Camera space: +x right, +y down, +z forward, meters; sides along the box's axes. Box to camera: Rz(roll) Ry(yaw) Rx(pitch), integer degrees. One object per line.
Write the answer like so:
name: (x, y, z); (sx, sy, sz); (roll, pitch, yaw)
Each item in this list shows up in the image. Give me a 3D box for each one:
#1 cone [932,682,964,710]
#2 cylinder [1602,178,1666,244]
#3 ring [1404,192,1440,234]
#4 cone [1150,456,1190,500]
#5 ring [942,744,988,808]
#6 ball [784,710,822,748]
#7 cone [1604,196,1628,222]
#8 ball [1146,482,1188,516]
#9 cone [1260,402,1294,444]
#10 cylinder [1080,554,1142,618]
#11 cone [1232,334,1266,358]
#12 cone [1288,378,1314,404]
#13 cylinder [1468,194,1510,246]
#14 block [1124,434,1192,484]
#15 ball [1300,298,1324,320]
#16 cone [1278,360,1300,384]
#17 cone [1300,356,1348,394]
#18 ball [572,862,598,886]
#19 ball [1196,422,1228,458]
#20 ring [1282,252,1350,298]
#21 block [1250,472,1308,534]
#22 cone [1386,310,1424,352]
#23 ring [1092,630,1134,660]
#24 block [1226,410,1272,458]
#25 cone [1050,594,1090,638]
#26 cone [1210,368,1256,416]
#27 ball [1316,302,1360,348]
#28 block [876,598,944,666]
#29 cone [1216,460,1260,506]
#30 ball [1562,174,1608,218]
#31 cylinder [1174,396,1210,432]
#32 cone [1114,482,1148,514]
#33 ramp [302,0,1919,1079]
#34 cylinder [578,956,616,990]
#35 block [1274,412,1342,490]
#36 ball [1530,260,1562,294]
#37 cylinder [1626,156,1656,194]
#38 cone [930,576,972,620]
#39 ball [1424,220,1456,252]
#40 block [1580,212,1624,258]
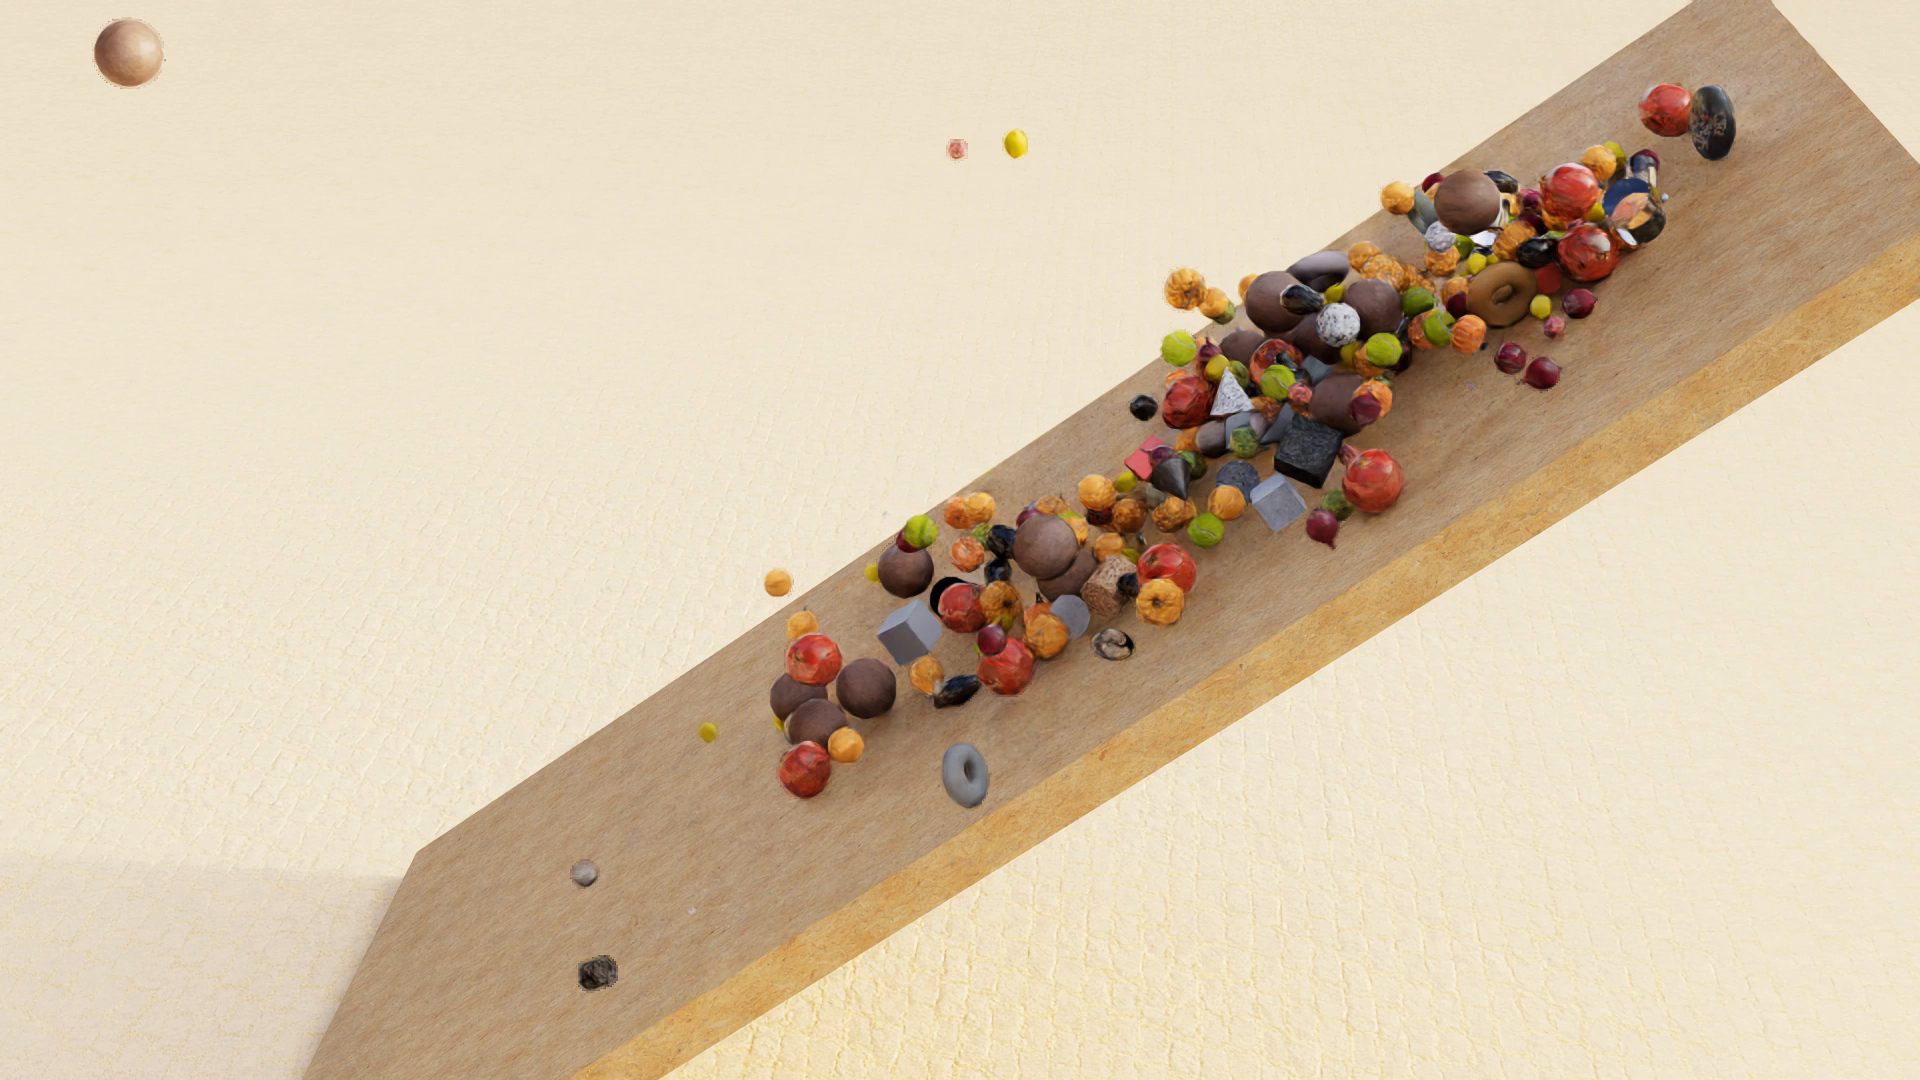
cone: (-0.017, 0.316, 6.008); (0.060, 0.060, 0.060); (-12, 15, 28)
cylinder: (1.270, -0.619, 5.540); (0.092, 0.092, 0.092); (20, -14, 40)
ring: (1.013, -0.713, 6.434); (0.038, 0.114, 0.114); (-34, 30, -8)
cone: (0.430, -0.103, 5.781); (0.086, 0.086, 0.086); (-8, 42, -18)
ring: (0.008, 0.435, 5.434); (0.041, 0.122, 0.122); (-16, 12, 31)
ball: (-0.340, 0.408, 6.359); (0.084, 0.084, 0.084); (0, 22, 0)
cone: (1.301, -0.640, 5.777); (0.050, 0.050, 0.050); (-6, 43, -15)
ball: (0.427, -0.093, 6.071); (0.090, 0.090, 0.090); (0, 22, 0)
cone: (0.641, -0.215, 5.922); (0.093, 0.093, 0.093); (-31, 23, 5)
cylinder: (0.301, 0.091, 5.826); (0.089, 0.089, 0.089); (15, 48, 33)
cone: (0.666, -0.451, 6.673); (0.071, 0.071, 0.071); (-29, 22, 6)
cone: (0.708, -0.298, 6.098); (0.053, 0.053, 0.053); (-3, 60, 5)
cylinder: (1.082, -0.656, 6.018); (0.077, 0.077, 0.077); (11, -21, 4)
block: (0.416, -0.152, 6.206); (0.085, 0.085, 0.085); (-44, 42, -3)
ball: (0.784, -0.514, 6.553); (0.051, 0.051, 0.051); (0, 22, 0)
cone: (0.719, -0.355, 6.295); (0.053, 0.053, 0.053); (12, 25, 42)
cone: (0.765, -0.337, 6.111); (0.088, 0.088, 0.088); (6, 22, 30)
ball: (-0.835, 0.744, 6.554); (0.056, 0.056, 0.056); (0, 22, 0)
ball: (0.534, -0.211, 6.192); (0.078, 0.078, 0.078); (0, 22, 0)
ring: (0.761, -0.568, 6.286); (0.150, 0.050, 0.150); (-17, -19, -6)
block: (0.609, -0.073, 5.633); (0.075, 0.075, 0.075); (-35, 16, 11)
cone: (0.892, -0.413, 6.000); (0.078, 0.078, 0.078); (36, 2, -1)
ring: (0.289, 0.199, 5.566); (0.080, 0.080, 0.027); (4, 52, 10)
block: (0.594, -0.219, 6.056); (0.066, 0.066, 0.066); (24, -32, -36)
cone: (0.239, 0.148, 5.893); (0.089, 0.089, 0.089); (12, 10, 27)
cone: (0.547, -0.307, 5.968); (0.096, 0.096, 0.096); (-9, 3, 0)
ball: (0.734, -0.418, 5.712); (0.088, 0.088, 0.088); (0, 22, 0)
block: (-0.109, 0.202, 6.422); (0.090, 0.090, 0.090); (-27, 19, 35)
cone: (0.571, -0.119, 5.896); (0.092, 0.092, 0.092); (9, 10, 21)
ball: (1.260, -0.692, 5.928); (0.090, 0.090, 0.090); (0, 22, 0)
cylinder: (0.511, -0.279, 6.476); (0.057, 0.057, 0.057); (-39, 29, -2)
cone: (0.353, -0.088, 6.151); (0.069, 0.069, 0.069); (-3, 22, -16)
ramp: (0.132, 0.177, 6.315); (4.000, 0.100, 2.000); (-33, 16, 16)
cylinder: (-0.713, 0.851, 5.772); (0.054, 0.054, 0.054); (-25, 3, 40)
block: (0.660, -0.168, 5.581); (0.097, 0.097, 0.097); (24, -10, 12)
ball: (1.137, -0.510, 5.718); (0.067, 0.067, 0.067); (0, 22, 0)
cylinder: (1.346, -0.719, 5.816); (0.060, 0.060, 0.060); (3, 66, 8)
cone: (-0.035, 0.122, 6.471); (0.096, 0.096, 0.096); (-7, 9, -17)
ball: (0.973, -0.615, 5.957); (0.063, 0.063, 0.063); (0, 22, 0)
block: (1.255, -0.598, 5.732); (0.057, 0.057, 0.057); (-26, 19, 36)
